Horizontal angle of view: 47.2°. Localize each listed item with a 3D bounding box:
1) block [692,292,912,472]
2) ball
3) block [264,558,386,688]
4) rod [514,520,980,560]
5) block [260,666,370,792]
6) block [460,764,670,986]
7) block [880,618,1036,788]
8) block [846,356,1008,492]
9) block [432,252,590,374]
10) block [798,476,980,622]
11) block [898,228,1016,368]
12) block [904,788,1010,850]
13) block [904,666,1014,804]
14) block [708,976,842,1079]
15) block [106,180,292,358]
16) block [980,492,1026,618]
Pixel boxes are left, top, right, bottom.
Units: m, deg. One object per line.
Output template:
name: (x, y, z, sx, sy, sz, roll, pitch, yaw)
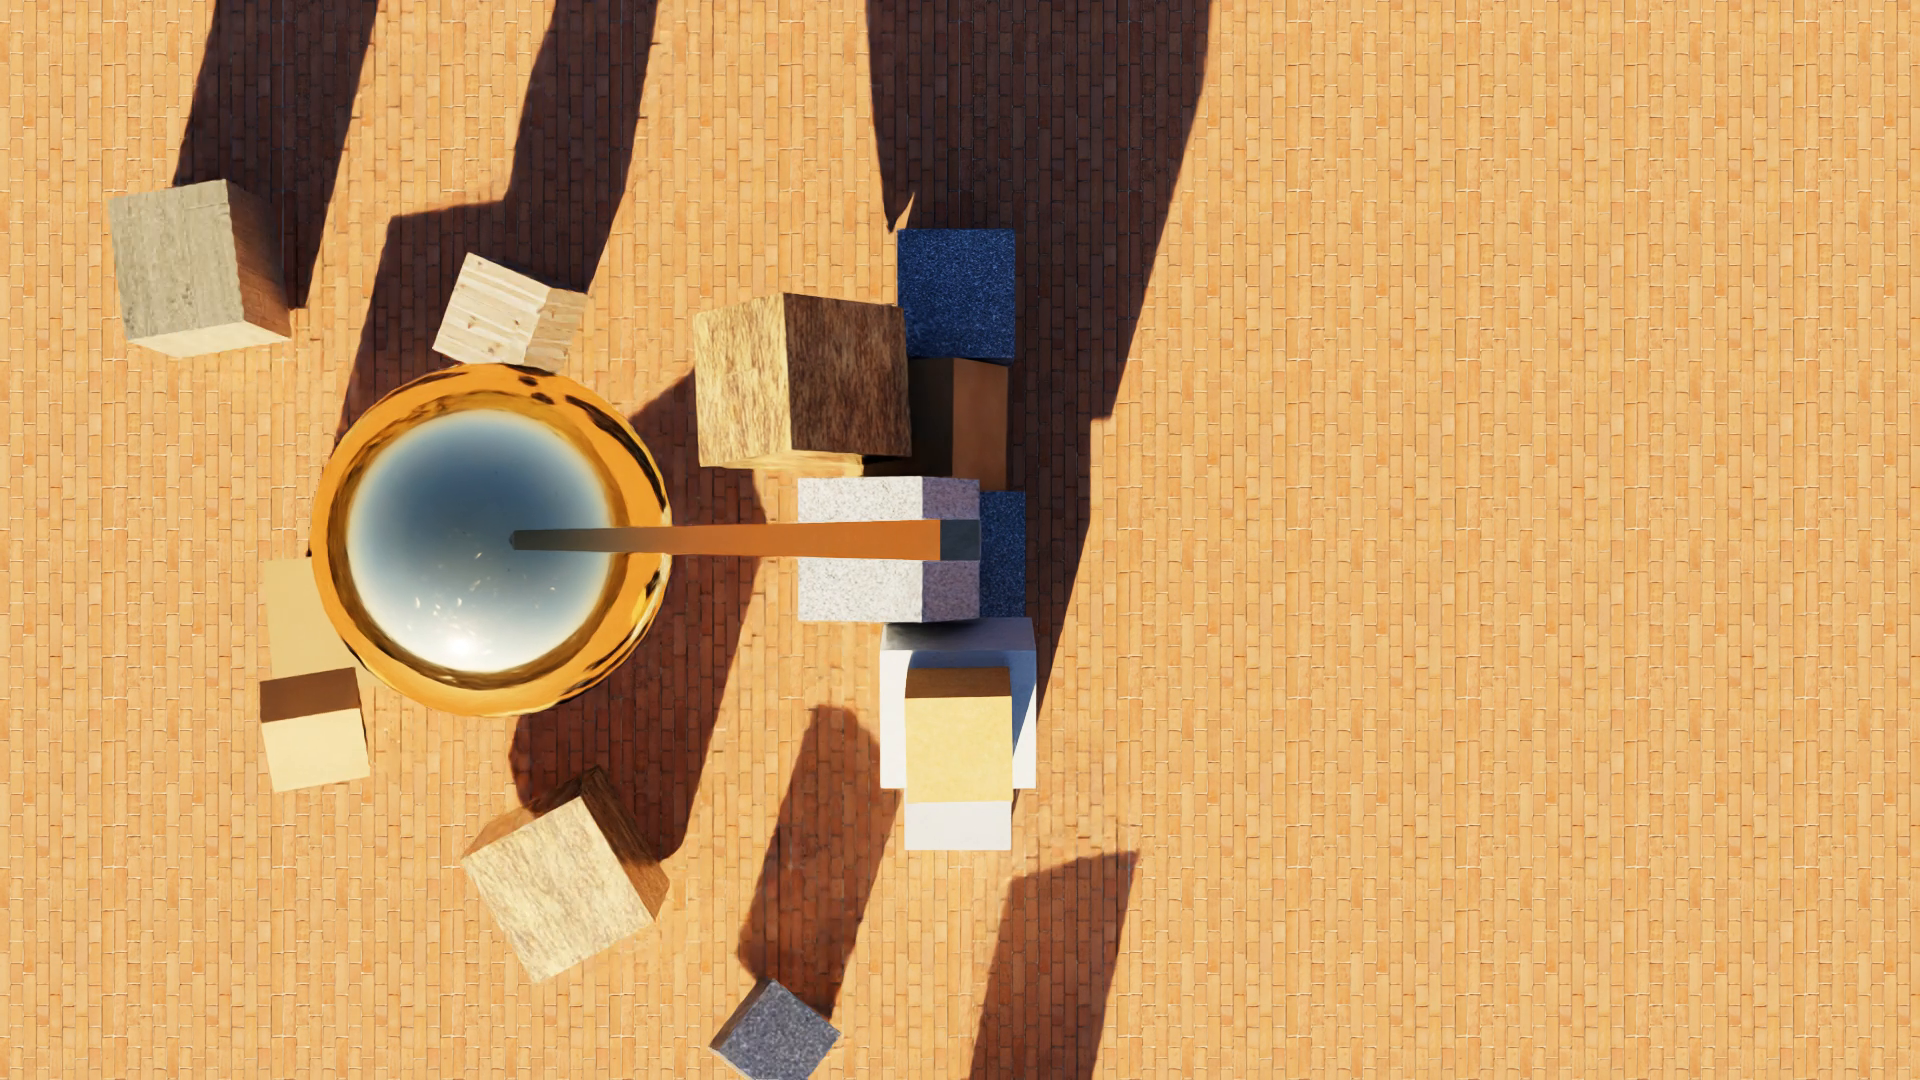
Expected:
block: (-0.856, -0.838, 11.971, 0.736, 0.891, 0.828, -7, 84, 43)
ball: (-2.087, 0.000, 9.871, 1.600, 1.600, 1.600, 0, 90, 0)
block: (-3.466, 0.460, 12.637, 0.785, 0.699, 0.750, -5, 90, 2)
rod: (-0.904, 0.000, 6.684, 0.080, 5.200, 0.080, 0, 90, -20)
block: (-3.231, 0.944, 11.019, 0.466, 0.470, 0.387, -9, 115, -14)
block: (-2.237, 1.898, 12.558, 0.771, 0.690, 0.829, -28, 98, 4)
block: (-0.010, 0.870, 11.917, 0.817, 0.750, 0.750, 0, 101, 0)
block: (-0.185, -0.643, 12.540, 0.676, 0.691, 0.729, 1, 90, 27)
block: (-2.567, -1.253, 12.611, 0.547, 0.534, 0.586, 24, 97, 13)
block: (-0.376, 0.049, 11.840, 0.739, 0.698, 0.756, 0, 90, 26)
block: (-0.021, -1.382, 12.654, 0.659, 0.692, 0.721, 0, 90, 0)
block: (-0.012, 1.406, 12.679, 0.597, 0.641, 0.671, 0, 90, 0)
block: (-0.005, 0.990, 11.259, 0.532, 0.587, 0.542, -1, 101, 0)
block: (-1.072, 2.881, 12.673, 0.502, 0.502, 0.504, 40, 74, -4)
block: (-4.338, -1.538, 12.588, 0.681, 0.757, 0.804, -9, 87, 2)
block: (0.001, 0.105, 12.611, 0.726, 0.779, 0.752, 0, 90, 0)
